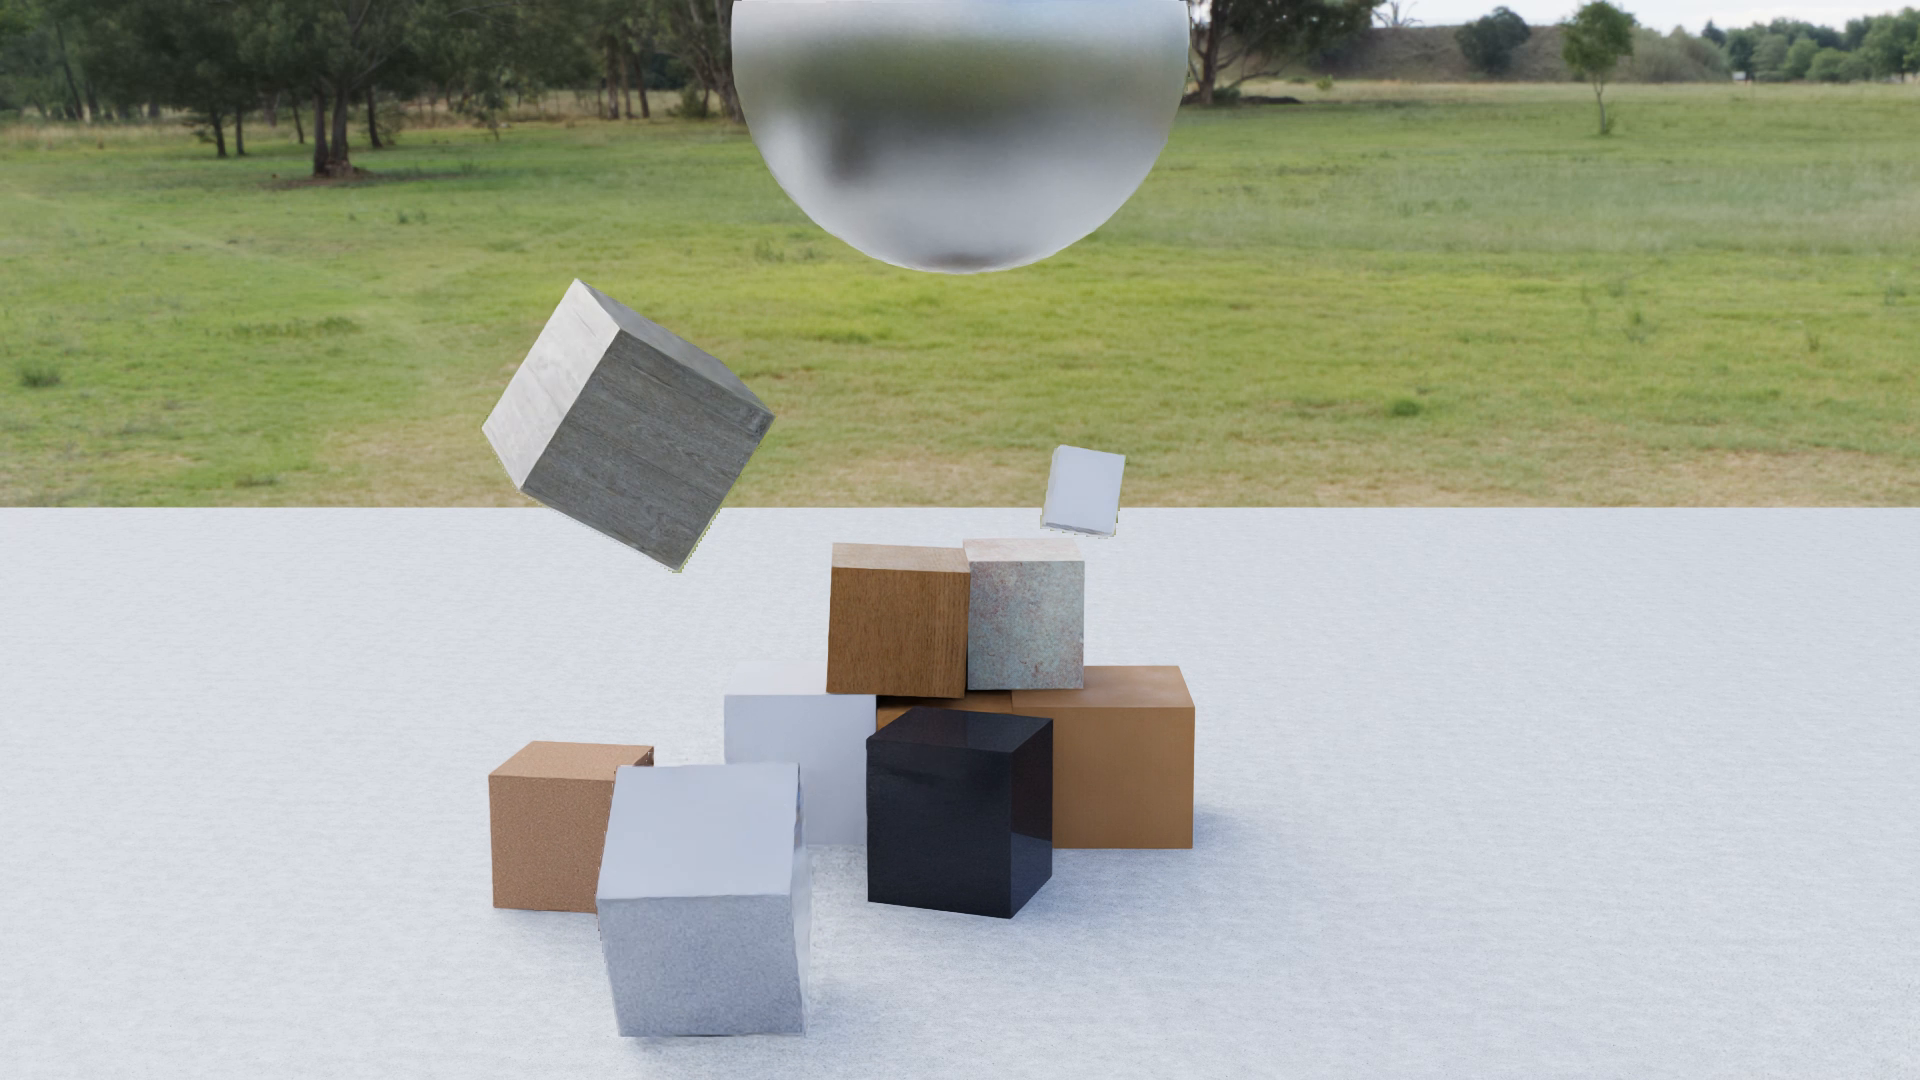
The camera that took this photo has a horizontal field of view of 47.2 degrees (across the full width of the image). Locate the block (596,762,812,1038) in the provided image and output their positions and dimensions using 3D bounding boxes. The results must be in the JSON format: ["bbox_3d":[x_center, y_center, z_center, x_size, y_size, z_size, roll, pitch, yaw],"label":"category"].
[{"bbox_3d":[-0.996,1.432,8.782,0.731,0.773,0.733,-2,36,0],"label":"block"}]

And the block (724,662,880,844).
[{"bbox_3d":[-0.800,1.090,11.396,0.759,0.778,0.719,0,10,0],"label":"block"}]

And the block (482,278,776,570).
[{"bbox_3d":[-1.110,-0.390,7.313,0.614,0.606,0.617,29,8,-30],"label":"block"}]

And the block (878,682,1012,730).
[{"bbox_3d":[-0.075,1.131,11.389,0.672,0.701,0.769,0,10,0],"label":"block"}]

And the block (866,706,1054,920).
[{"bbox_3d":[0.006,1.270,10.378,0.704,0.788,0.633,4,11,19],"label":"block"}]

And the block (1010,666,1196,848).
[{"bbox_3d":[0.715,1.111,11.409,0.907,0.732,0.882,0,10,0],"label":"block"}]

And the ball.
[{"bbox_3d":[0.000,-1.729,7.680,1.600,1.600,1.600,0,10,0],"label":"ball"}]

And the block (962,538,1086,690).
[{"bbox_3d":[0.322,0.378,11.523,0.593,0.668,0.650,0,10,-3],"label":"block"}]

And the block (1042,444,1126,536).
[{"bbox_3d":[0.733,-0.291,13.120,0.385,0.463,0.410,10,-3,-3],"label":"block"}]

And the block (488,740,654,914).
[{"bbox_3d":[-1.816,1.346,10.373,0.607,0.640,0.593,2,10,9],"label":"block"}]

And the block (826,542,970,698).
[{"bbox_3d":[-0.323,0.402,11.247,0.690,0.640,0.666,2,10,-3],"label":"block"}]
